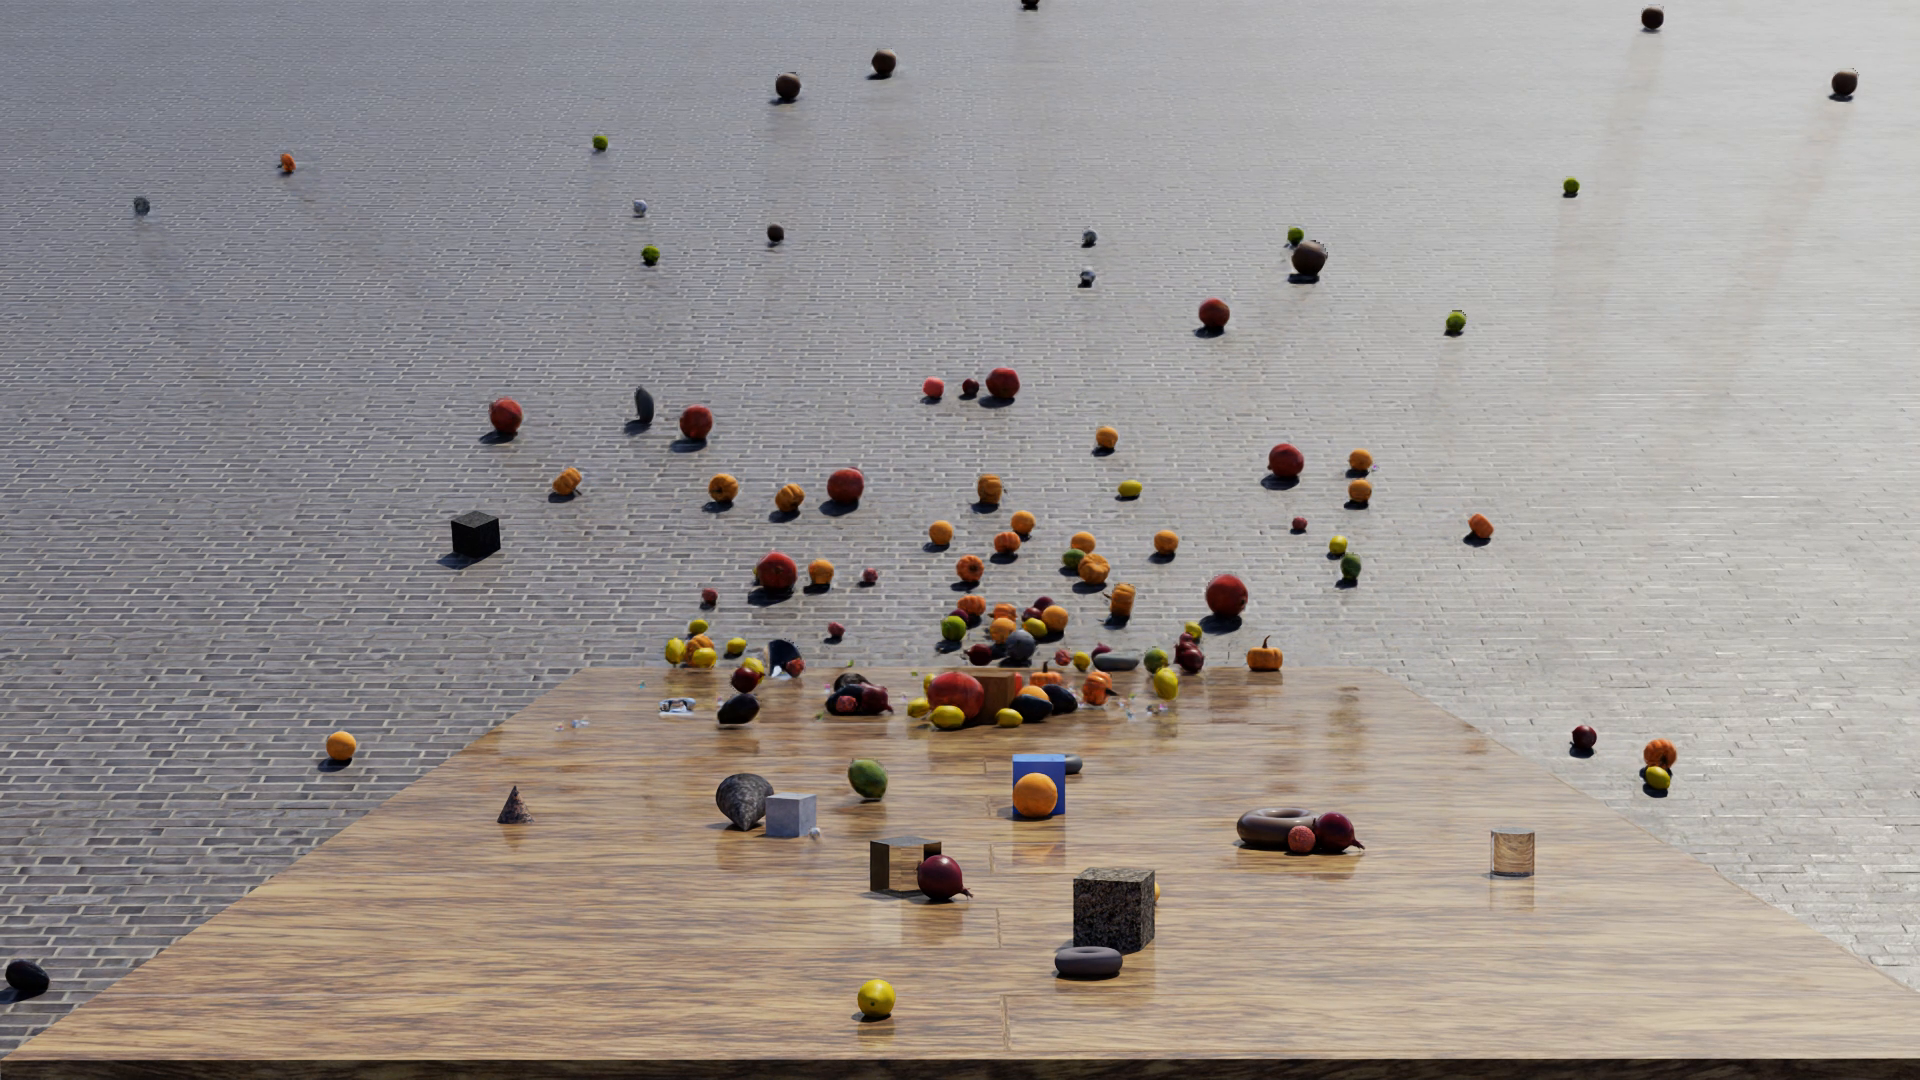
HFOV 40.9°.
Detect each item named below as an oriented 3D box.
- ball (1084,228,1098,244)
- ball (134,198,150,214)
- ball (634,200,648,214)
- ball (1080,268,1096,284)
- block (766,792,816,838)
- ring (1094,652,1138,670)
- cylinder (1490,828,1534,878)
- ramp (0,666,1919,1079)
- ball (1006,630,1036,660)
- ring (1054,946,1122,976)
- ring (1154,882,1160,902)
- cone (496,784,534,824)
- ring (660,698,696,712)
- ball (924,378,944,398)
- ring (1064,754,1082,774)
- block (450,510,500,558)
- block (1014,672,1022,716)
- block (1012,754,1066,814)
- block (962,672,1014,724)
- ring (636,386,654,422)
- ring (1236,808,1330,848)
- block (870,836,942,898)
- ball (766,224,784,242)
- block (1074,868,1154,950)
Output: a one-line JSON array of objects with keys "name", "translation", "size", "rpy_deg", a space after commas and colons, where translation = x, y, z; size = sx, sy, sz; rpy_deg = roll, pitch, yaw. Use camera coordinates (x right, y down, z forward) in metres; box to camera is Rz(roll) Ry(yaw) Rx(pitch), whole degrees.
[{"name": "ball", "translation": [0.534, -1.243, 10.517], "size": [0.059, 0.059, 0.059], "rpy_deg": [0, 22, 0]}, {"name": "ball", "translation": [-3.476, -1.417, 10.926], "size": [0.070, 0.070, 0.070], "rpy_deg": [0, 22, 0]}, {"name": "ball", "translation": [-1.358, -1.416, 10.933], "size": [0.063, 0.063, 0.063], "rpy_deg": [0, 22, 0]}, {"name": "ball", "translation": [0.497, -1.026, 9.988], "size": [0.060, 0.060, 0.060], "rpy_deg": [0, 22, 0]}, {"name": "block", "translation": [-0.257, 0.418, 3.915], "size": [0.057, 0.057, 0.057], "rpy_deg": [1, 3, 24]}, {"name": "ring", "translation": [0.393, 0.306, 6.486], "size": [0.115, 0.038, 0.115], "rpy_deg": [-2, 2, 0]}, {"name": "cylinder", "translation": [0.766, 0.432, 3.565], "size": [0.060, 0.060, 0.060], "rpy_deg": [0, 3, 0]}, {"name": "ramp", "translation": [0.052, 0.467, 4.534], "size": [2.000, 0.100, 4.000], "rpy_deg": [0, 3, 0]}, {"name": "ball", "translation": [0.160, 0.278, 6.781], "size": [0.081, 0.081, 0.081], "rpy_deg": [0, 22, 0]}, {"name": "ring", "translation": [0.147, 0.480, 2.929], "size": [0.078, 0.026, 0.078], "rpy_deg": [-1, -1, 0]}, {"name": "ring", "translation": [0.215, 0.458, 3.353], "size": [0.092, 0.031, 0.092], "rpy_deg": [1, 3, 0]}, {"name": "cone", "translation": [-0.698, 0.412, 4.034], "size": [0.058, 0.058, 0.058], "rpy_deg": [0, 3, 0]}, {"name": "ring", "translation": [-0.611, 0.356, 5.560], "size": [0.080, 0.027, 0.080], "rpy_deg": [-3, 1, 0]}, {"name": "ball", "translation": [-0.088, -0.518, 8.735], "size": [0.070, 0.070, 0.070], "rpy_deg": [0, 22, 0]}, {"name": "ring", "translation": [0.175, 0.400, 4.596], "size": [0.089, 0.030, 0.089], "rpy_deg": [-1, 3, 0]}, {"name": "block", "translation": [-1.407, -0.016, 7.475], "size": [0.097, 0.097, 0.097], "rpy_deg": [16, 27, 34]}, {"name": "block", "translation": [0.086, 0.330, 5.487], "size": [0.085, 0.085, 0.085], "rpy_deg": [0, 3, -4]}, {"name": "block", "translation": [0.127, 0.393, 4.149], "size": [0.084, 0.084, 0.084], "rpy_deg": [0, 3, 2]}, {"name": "block", "translation": [0.059, 0.329, 5.385], "size": [0.096, 0.096, 0.096], "rpy_deg": [0, 3, 11]}, {"name": "ring", "translation": [-1.040, -0.448, 8.500], "size": [0.041, 0.122, 0.122], "rpy_deg": [-7, 23, -18]}, {"name": "ring", "translation": [0.480, 0.428, 3.823], "size": [0.137, 0.046, 0.137], "rpy_deg": [0, 4, 0]}, {"name": "block", "translation": [-0.072, 0.435, 3.429], "size": [0.068, 0.068, 0.068], "rpy_deg": [-2, 3, -39]}, {"name": "ball", "translation": [-0.755, -1.258, 10.533], "size": [0.075, 0.075, 0.075], "rpy_deg": [0, 22, 0]}, {"name": "block", "translation": [0.186, 0.444, 3.098], "size": [0.082, 0.082, 0.082], "rpy_deg": [1, 3, 16]}]
